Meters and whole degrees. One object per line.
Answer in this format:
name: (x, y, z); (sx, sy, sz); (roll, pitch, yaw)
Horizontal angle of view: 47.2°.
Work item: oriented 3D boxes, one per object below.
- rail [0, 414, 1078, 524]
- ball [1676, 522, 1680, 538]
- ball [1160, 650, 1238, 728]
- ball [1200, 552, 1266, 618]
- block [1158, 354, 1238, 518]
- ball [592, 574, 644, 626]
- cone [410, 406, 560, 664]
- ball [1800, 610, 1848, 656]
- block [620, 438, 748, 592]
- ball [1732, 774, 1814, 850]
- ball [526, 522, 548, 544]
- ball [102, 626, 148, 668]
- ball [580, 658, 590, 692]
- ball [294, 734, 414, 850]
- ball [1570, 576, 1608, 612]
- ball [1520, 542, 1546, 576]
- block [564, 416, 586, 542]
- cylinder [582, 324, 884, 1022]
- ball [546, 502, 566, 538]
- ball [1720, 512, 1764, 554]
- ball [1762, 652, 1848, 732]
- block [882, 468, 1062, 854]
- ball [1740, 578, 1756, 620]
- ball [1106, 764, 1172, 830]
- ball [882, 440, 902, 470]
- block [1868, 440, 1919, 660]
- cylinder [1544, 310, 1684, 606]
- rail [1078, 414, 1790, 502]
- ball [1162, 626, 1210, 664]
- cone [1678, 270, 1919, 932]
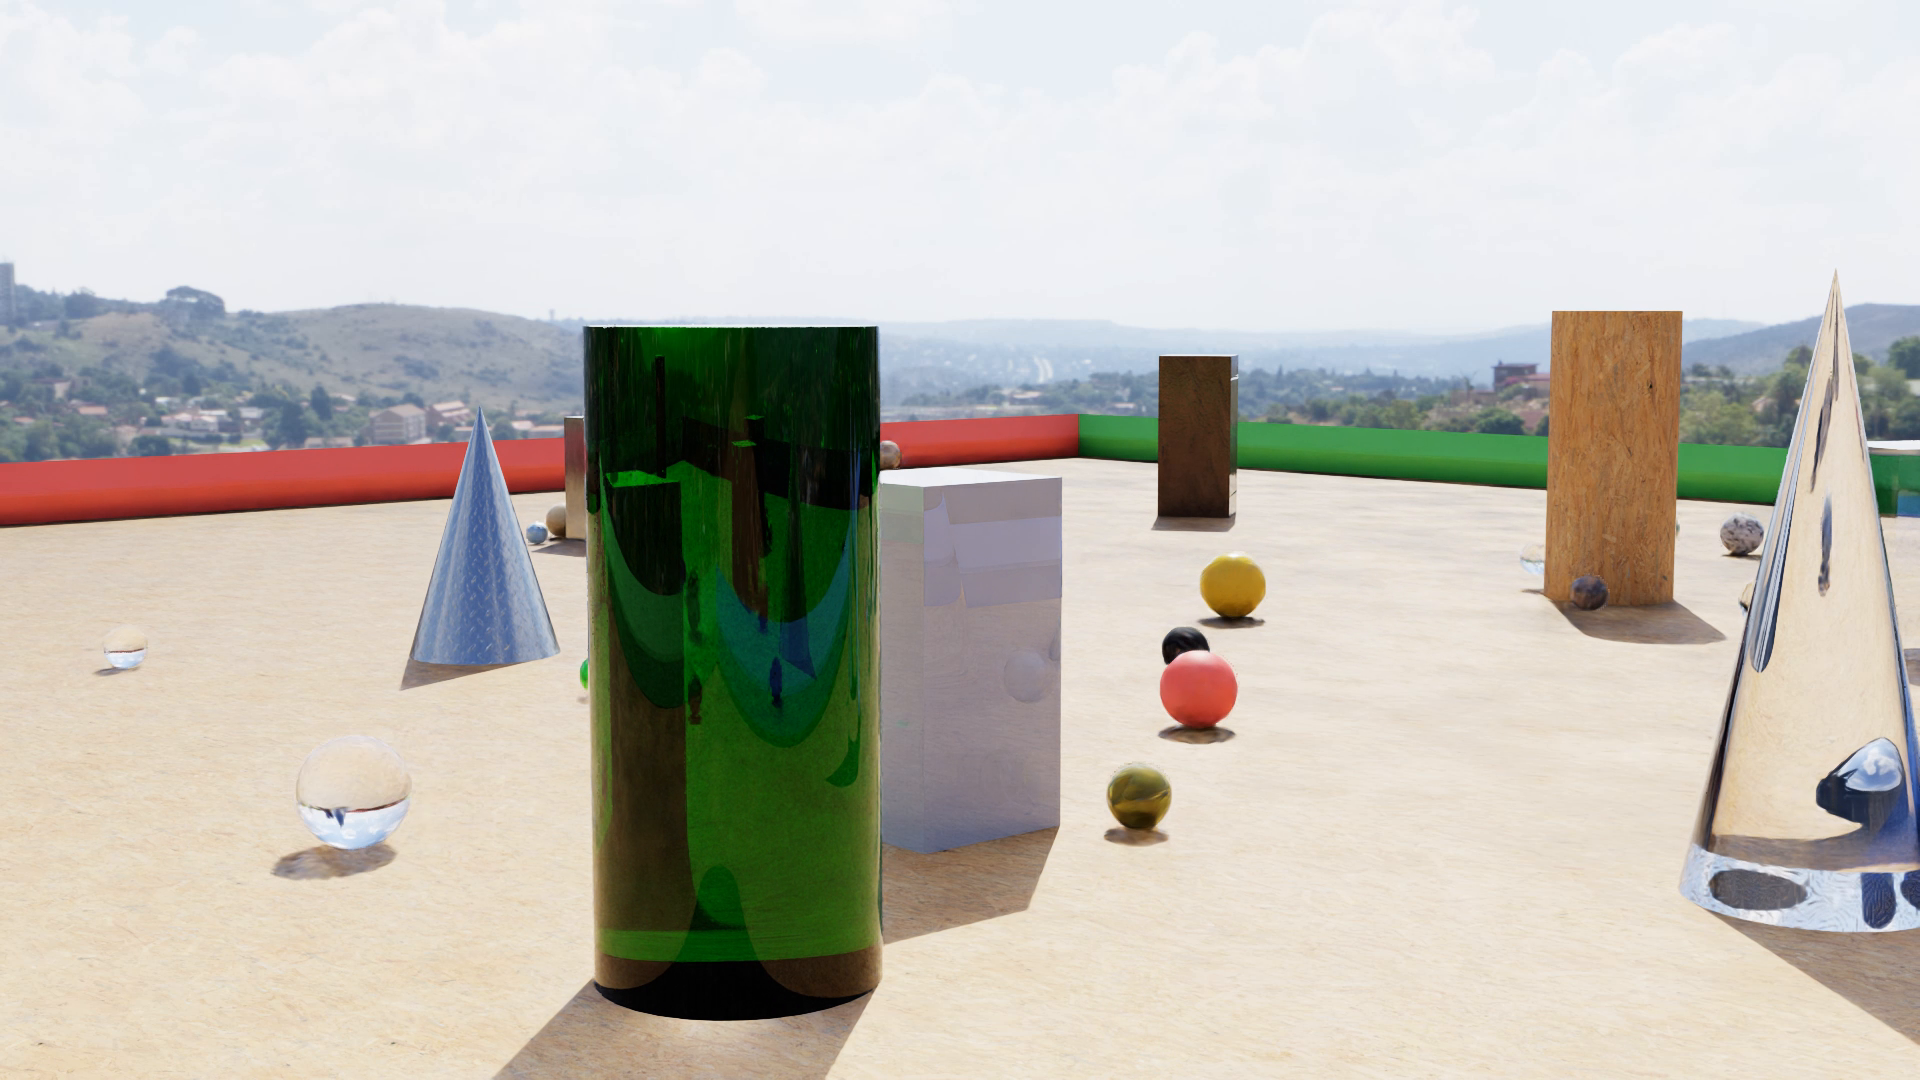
rail: (-1.503, -0.138, 4.952); (5.115, 0.125, 0.045); (-6, 8, -42)
ball: (1.337, -0.019, 4.169); (0.054, 0.054, 0.054); (0, 6, 0)
ball: (0.254, 0.159, 2.343); (0.083, 0.083, 0.083); (0, 6, 0)
ball: (0.394, 0.065, 3.173); (0.096, 0.096, 0.096); (0, 6, 0)
block: (0.518, -0.228, 4.776); (0.154, 0.345, 0.154); (1, 6, 13)
ball: (-0.482, 0.085, 3.100); (0.072, 0.072, 0.072); (0, 6, 0)
cone: (-0.616, -0.014, 2.838); (0.193, 0.323, 0.193); (0, 6, 0)
ball: (1.114, 0.119, 2.834); (0.060, 0.060, 0.060); (0, 6, 0)
block: (-0.444, -0.043, 3.557); (0.154, 0.231, 0.154); (2, 6, 16)
ball: (0.670, 0.225, 1.813); (0.063, 0.063, 0.063); (0, 6, 0)
ball: (-0.803, -0.014, 4.173); (0.043, 0.043, 0.043); (0, 6, 0)
ball: (-1.037, 0.133, 2.733); (0.054, 0.054, 0.054); (0, 6, 0)
ball: (-0.413, 0.155, 2.535); (0.050, 0.050, 0.050); (0, 6, 0)
ball: (-0.500, 0.208, 1.817); (0.095, 0.095, 0.095); (0, 6, 0)
ball: (0.929, 0.078, 3.251); (0.053, 0.053, 0.053); (0, 6, 0)
ball: (0.921, 0.030, 3.511); (0.052, 0.052, 0.052); (0, 6, 0)
block: (-0.653, -0.120, 4.252); (0.154, 0.238, 0.154); (5, 8, 39)
cylinder: (-0.148, 0.076, 1.453); (0.193, 0.433, 0.193); (0, 6, 0)
ball: (-0.775, -0.039, 4.294); (0.068, 0.068, 0.068); (0, 6, 0)
ball: (1.421, -0.011, 3.996); (0.076, 0.076, 0.076); (0, 6, 0)
ball: (0.893, 0.160, 2.326); (0.084, 0.084, 0.084); (0, 6, 0)
block: (-0.022, 0.096, 1.894); (0.154, 0.302, 0.154); (-5, 8, -41)
ball: (1.106, 0.088, 2.985); (0.090, 0.090, 0.090); (0, 6, 0)
ball: (0.154, 0.220, 1.887); (0.057, 0.057, 0.057); (0, 6, 0)
ball: (-0.204, -0.232, 6.066); (0.083, 0.083, 0.083); (0, 6, 0)
block: (1.235, 0.010, 2.870); (0.154, 0.269, 0.154); (-2, 6, -15)
cylinder: (1.005, -0.131, 3.387); (0.193, 0.441, 0.193); (0, 6, 0)
rail: (1.862, -0.147, 5.041); (0.045, 0.125, 4.480); (-6, 8, -42)
ball: (0.276, 0.134, 2.696); (0.058, 0.058, 0.058); (0, 6, 0)
cone: (0.646, 0.034, 1.647); (0.193, 0.476, 0.193); (0, 6, 0)
